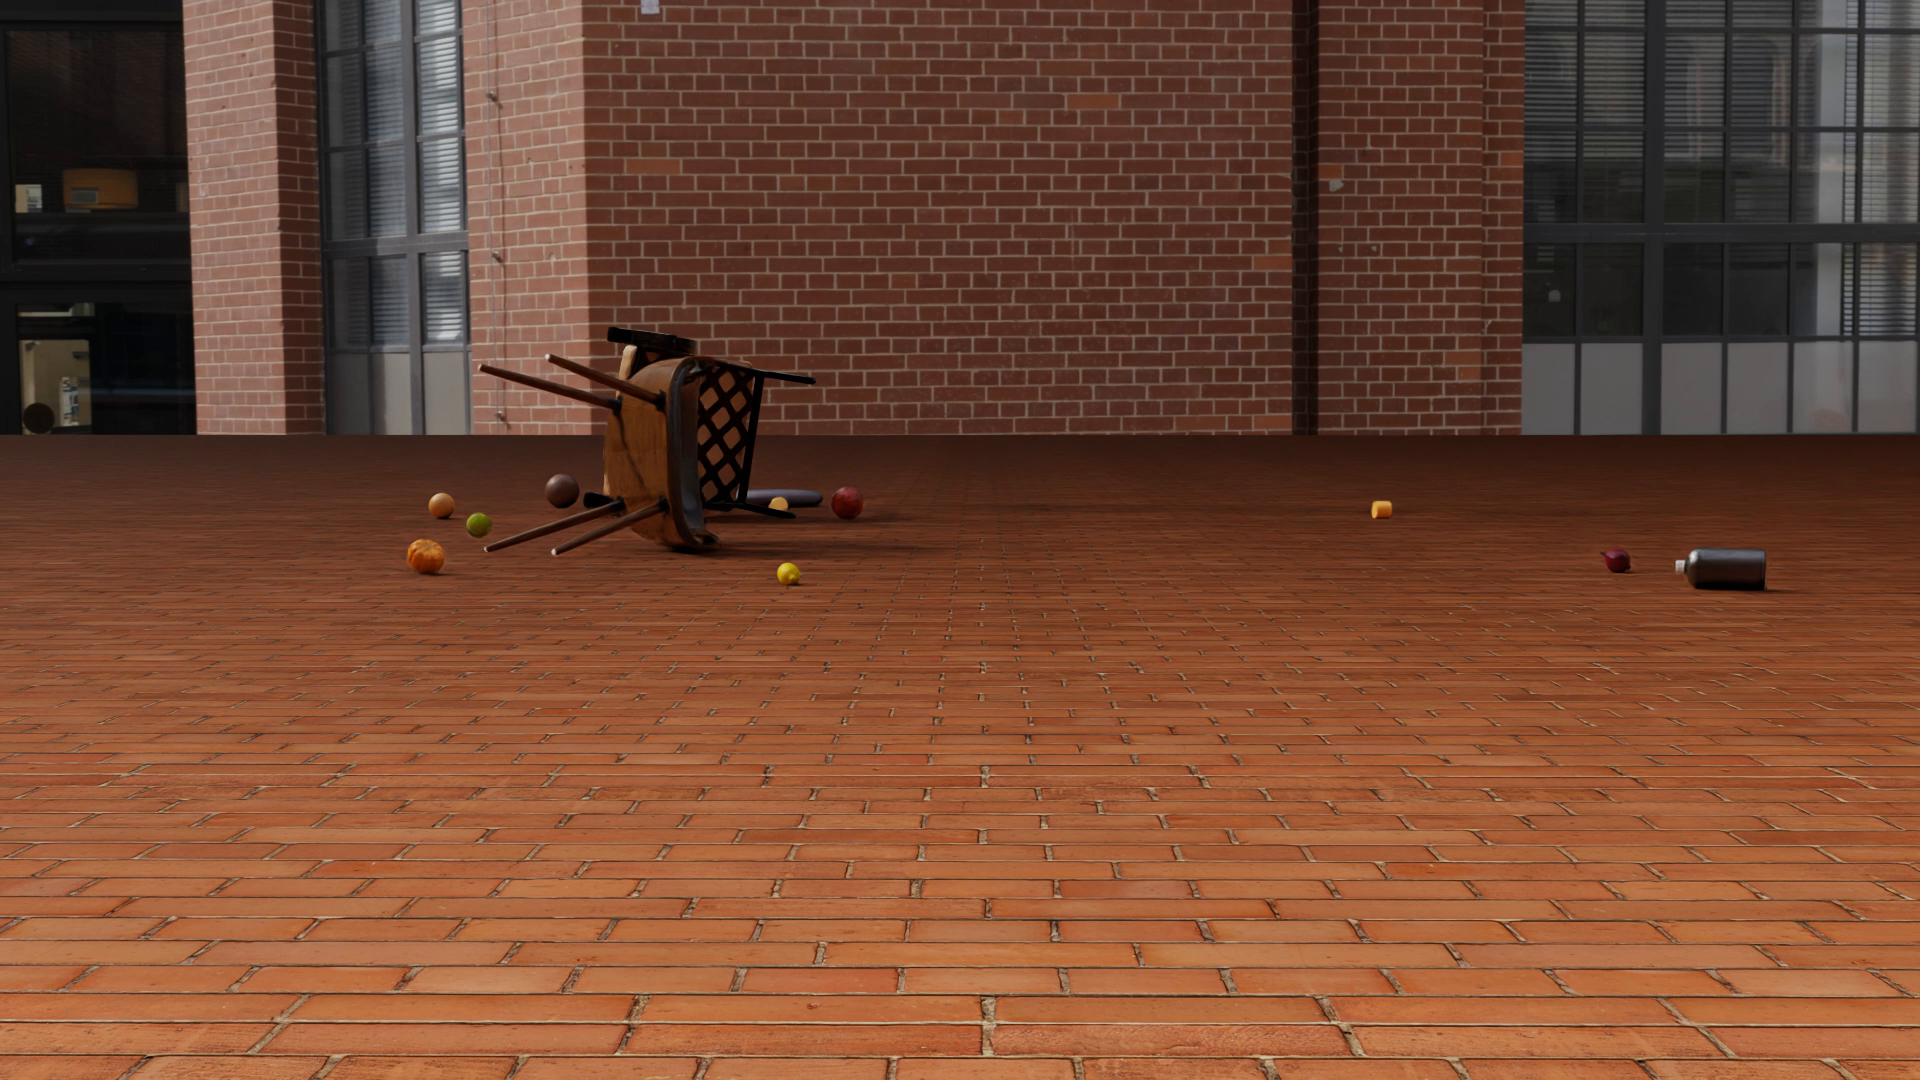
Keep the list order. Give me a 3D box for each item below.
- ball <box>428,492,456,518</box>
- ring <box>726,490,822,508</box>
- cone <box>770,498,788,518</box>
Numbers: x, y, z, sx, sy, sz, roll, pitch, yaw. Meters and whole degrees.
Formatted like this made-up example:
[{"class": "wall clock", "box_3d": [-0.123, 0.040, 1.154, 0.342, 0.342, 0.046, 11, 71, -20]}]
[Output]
[{"class": "ball", "box_3d": [-1.795, -0.119, 7.616, 0.090, 0.090, 0.090, 0, 4, 0]}, {"class": "ring", "box_3d": [-0.714, -0.162, 8.453, 0.379, 0.062, 0.283, 0, 3, -10]}, {"class": "cone", "box_3d": [-0.635, -0.100, 7.759, 0.065, 0.067, 0.134, -24, 20, 0]}]
